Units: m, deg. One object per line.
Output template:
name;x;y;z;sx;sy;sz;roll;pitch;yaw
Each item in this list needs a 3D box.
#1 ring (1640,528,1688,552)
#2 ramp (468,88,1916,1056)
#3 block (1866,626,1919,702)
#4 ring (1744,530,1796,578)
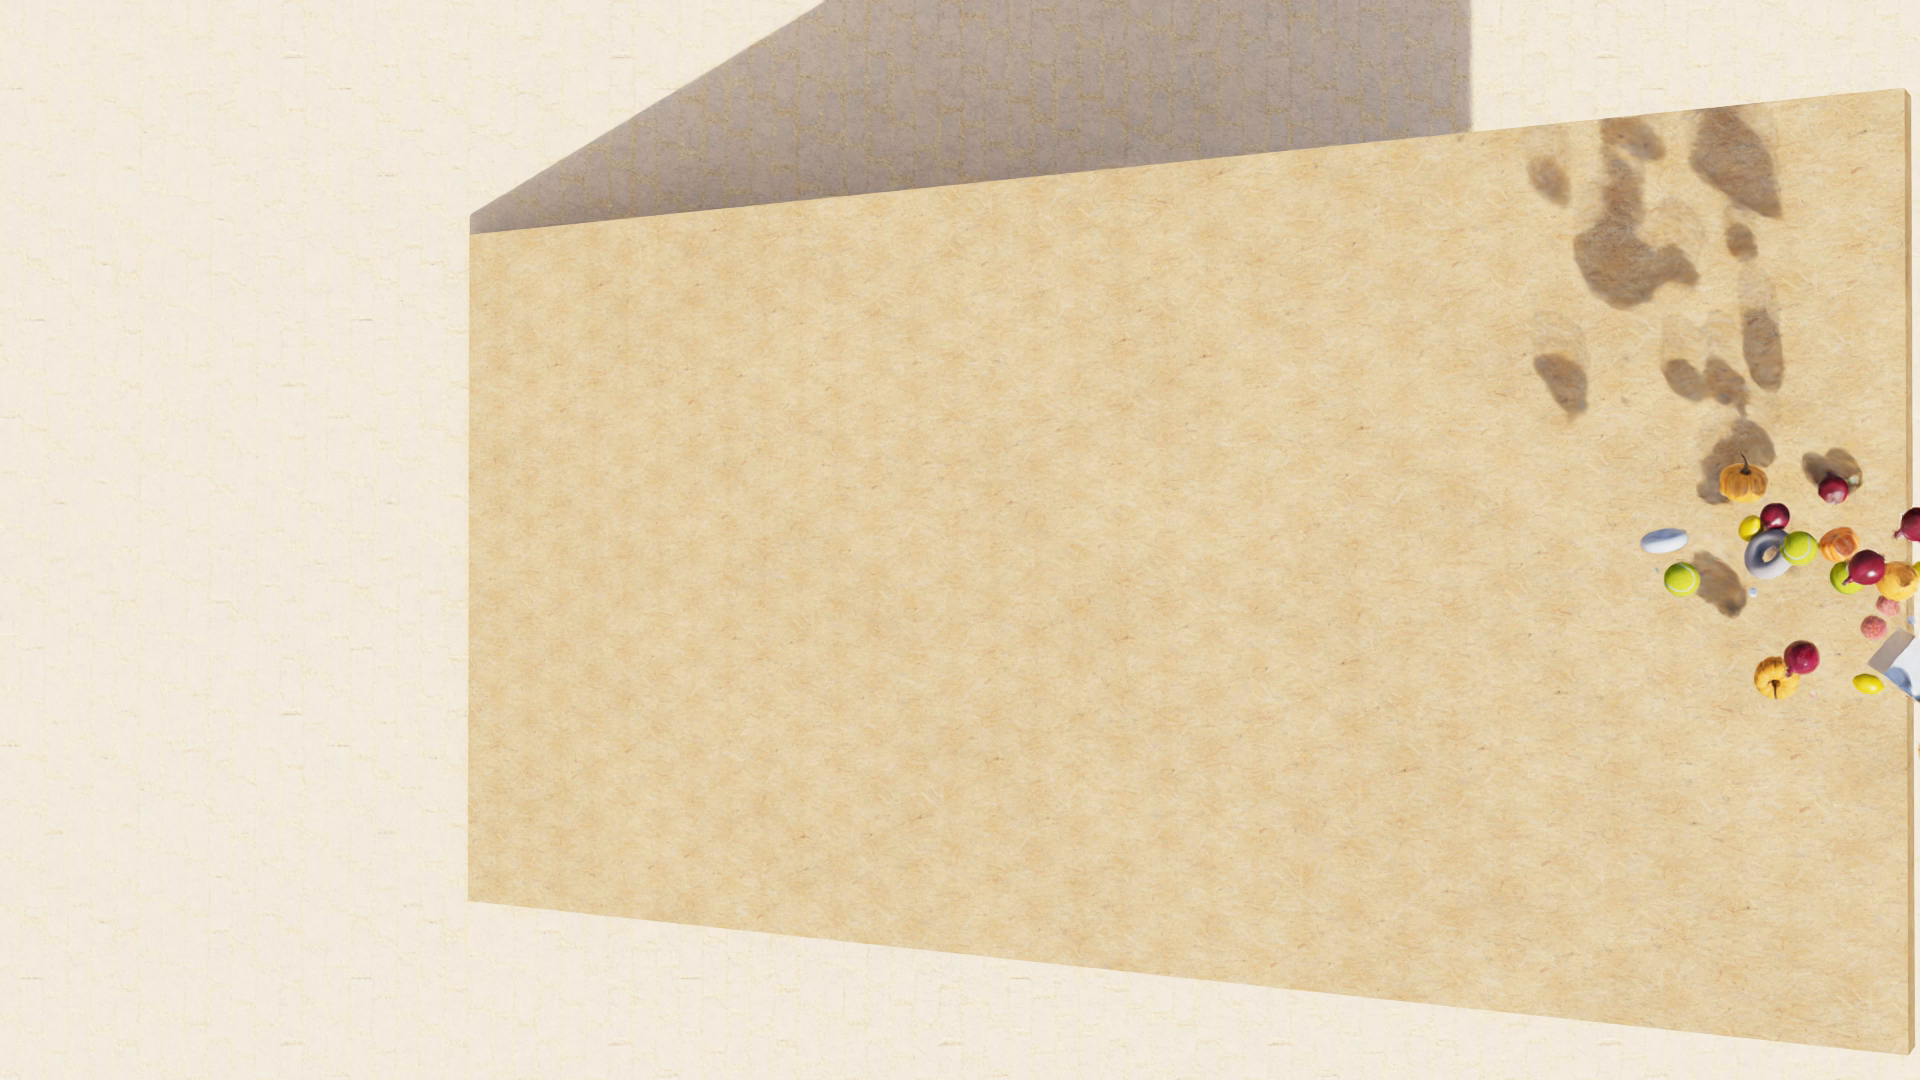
ring;1.435;0.001;4.482;0.094;0.094;0.031;-14;103;0
ramp;0.266;0.073;5.615;4.000;0.100;2.000;0;89;31
block;1.671;0.220;3.869;0.086;0.086;0.086;37;99;-3
ring;1.677;0.029;4.554;0.037;0.112;0.112;29;89;-33
